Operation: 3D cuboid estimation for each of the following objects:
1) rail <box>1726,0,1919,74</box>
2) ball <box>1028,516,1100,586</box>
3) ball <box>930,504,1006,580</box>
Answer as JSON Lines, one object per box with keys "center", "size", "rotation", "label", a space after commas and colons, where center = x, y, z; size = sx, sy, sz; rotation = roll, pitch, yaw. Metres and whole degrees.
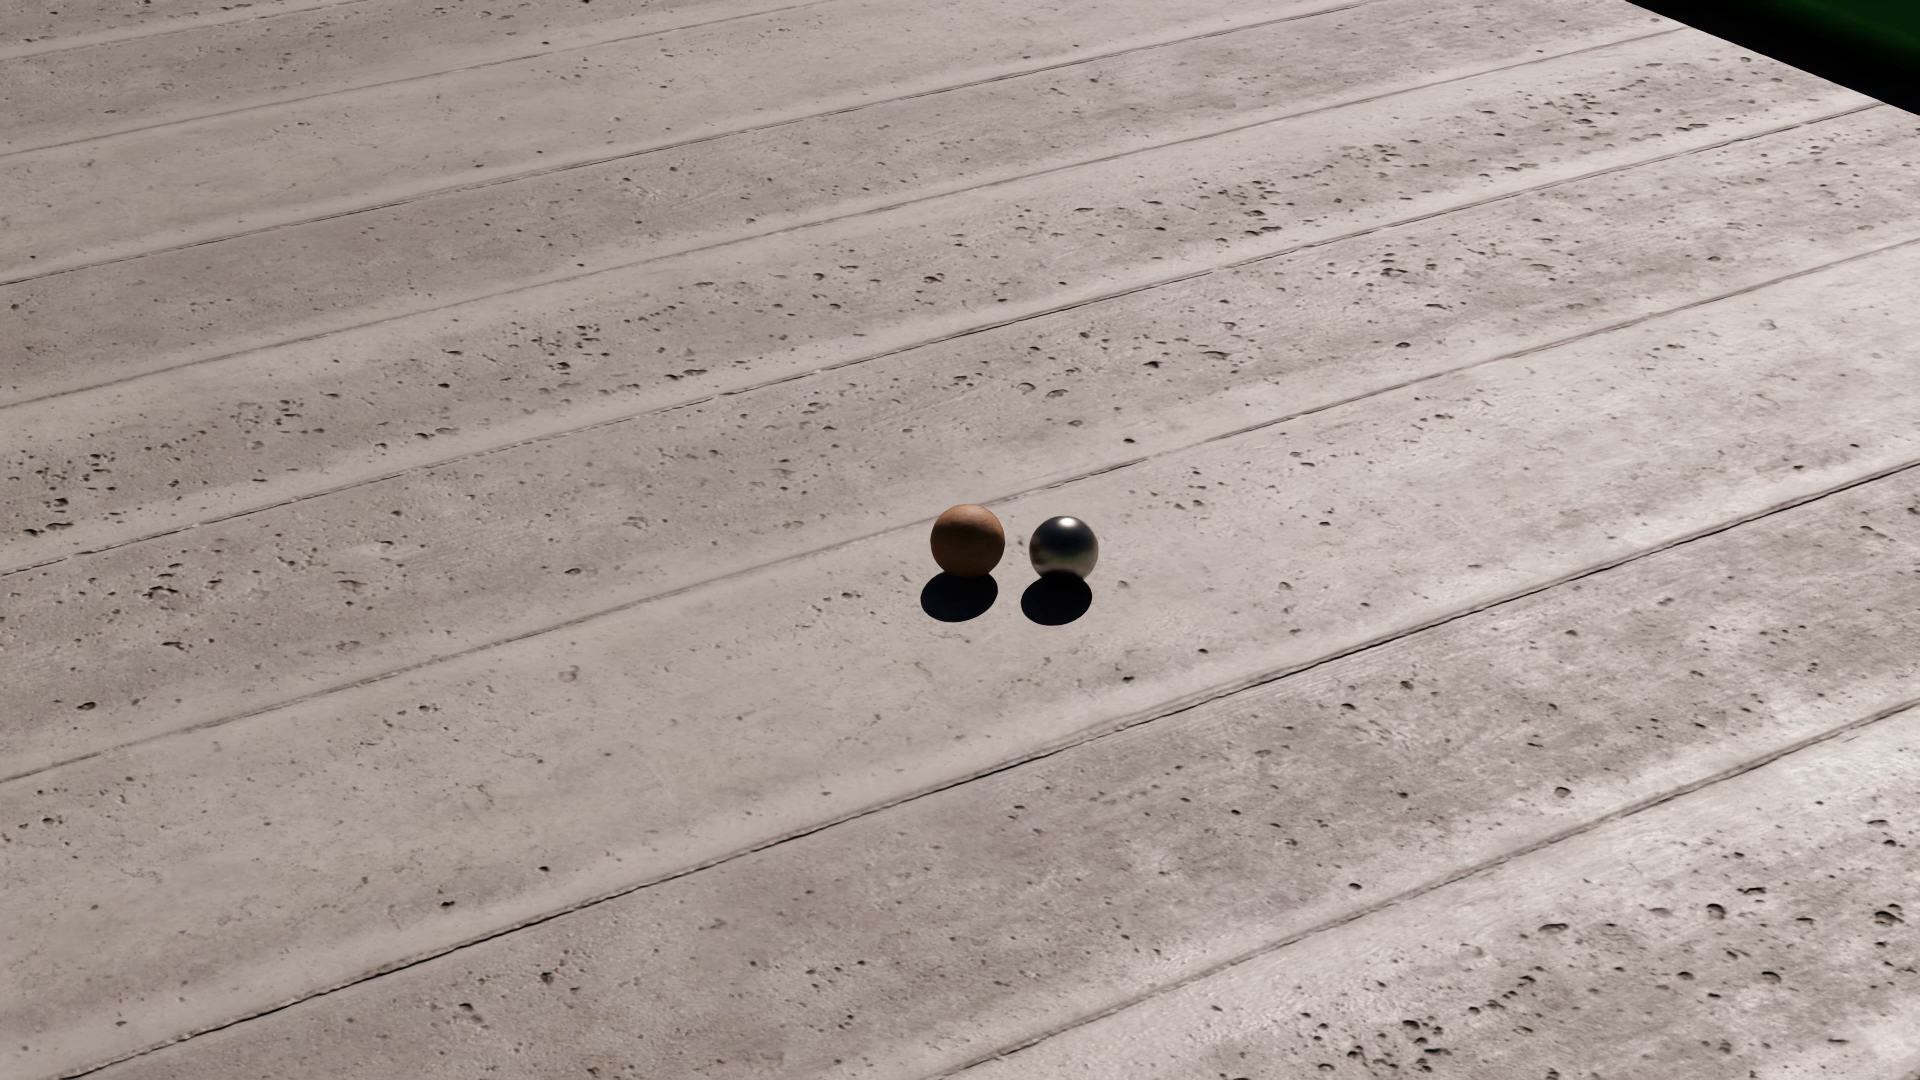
{"center": [0.501, -0.767, 3.256], "size": [0.045, 0.097, 4.313], "rotation": [-16, 32, -27], "label": "rail"}
{"center": [0.066, 0.007, 1.883], "size": [0.045, 0.045, 0.045], "rotation": [0, 28, 0], "label": "ball"}
{"center": [0.005, 0.001, 1.890], "size": [0.048, 0.048, 0.048], "rotation": [0, 28, 0], "label": "ball"}
